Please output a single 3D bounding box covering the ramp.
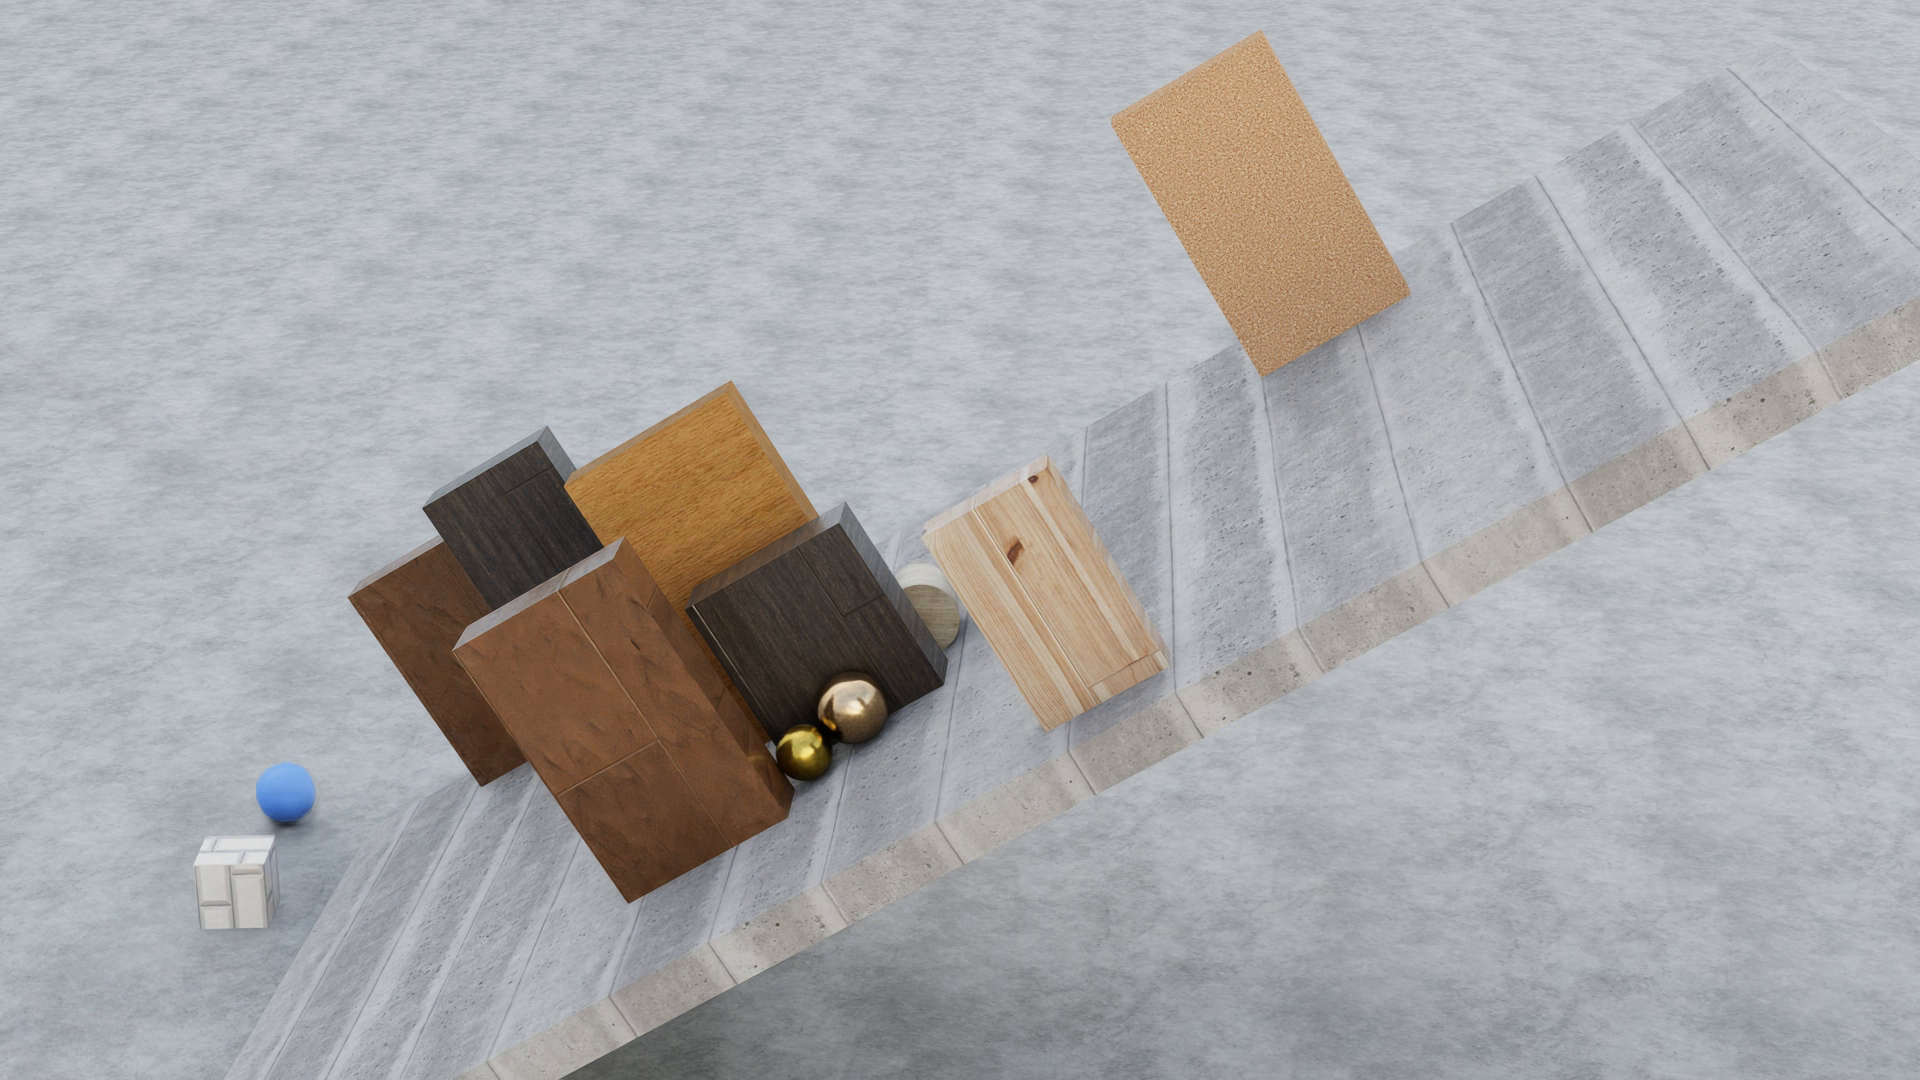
[{"bbox_3d":[0.141,0.168,6.288,4.000,0.100,2.000,-29,15,13],"label":"ramp"}]

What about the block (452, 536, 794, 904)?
[{"bbox_3d":[-0.666,0.363,5.871,0.383,0.632,0.136,-29,15,13],"label":"block"}]

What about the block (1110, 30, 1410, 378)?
[{"bbox_3d":[0.678,-0.753,6.623,0.385,0.678,0.089,-29,15,13],"label":"block"}]

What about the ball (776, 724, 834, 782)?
[{"bbox_3d":[-0.315,0.430,5.953,0.116,0.116,0.116,0,19,0],"label":"ball"}]

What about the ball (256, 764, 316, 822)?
[{"bbox_3d":[-1.805,0.679,7.880,0.155,0.155,0.155,0,19,0],"label":"ball"}]

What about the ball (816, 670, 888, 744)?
[{"bbox_3d":[-0.220,0.341,5.978,0.150,0.150,0.150,0,19,0],"label":"ball"}]

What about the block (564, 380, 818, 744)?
[{"bbox_3d":[-0.474,0.065,6.287,0.408,0.710,0.092,-29,15,13],"label":"block"}]

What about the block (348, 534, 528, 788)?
[{"bbox_3d":[-1.164,0.257,7.323,0.443,0.588,0.117,-29,15,13],"label":"block"}]

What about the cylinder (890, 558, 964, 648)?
[{"bbox_3d":[-0.085,0.149,6.298,0.162,0.162,0.162,-3,29,-9],"label":"cylinder"}]

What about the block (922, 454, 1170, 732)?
[{"bbox_3d":[0.159,0.100,5.401,0.264,0.441,0.086,-29,15,13],"label":"block"}]

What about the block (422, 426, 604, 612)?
[{"bbox_3d":[-0.857,0.154,6.650,0.312,0.778,0.118,-29,15,13],"label":"block"}]

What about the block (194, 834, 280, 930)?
[{"bbox_3d":[-1.806,0.854,7.351,0.172,0.172,0.172,-1,19,-3],"label":"block"}]

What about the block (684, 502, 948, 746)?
[{"bbox_3d":[-0.294,0.198,6.085,0.375,0.407,0.137,-29,15,13],"label":"block"}]
